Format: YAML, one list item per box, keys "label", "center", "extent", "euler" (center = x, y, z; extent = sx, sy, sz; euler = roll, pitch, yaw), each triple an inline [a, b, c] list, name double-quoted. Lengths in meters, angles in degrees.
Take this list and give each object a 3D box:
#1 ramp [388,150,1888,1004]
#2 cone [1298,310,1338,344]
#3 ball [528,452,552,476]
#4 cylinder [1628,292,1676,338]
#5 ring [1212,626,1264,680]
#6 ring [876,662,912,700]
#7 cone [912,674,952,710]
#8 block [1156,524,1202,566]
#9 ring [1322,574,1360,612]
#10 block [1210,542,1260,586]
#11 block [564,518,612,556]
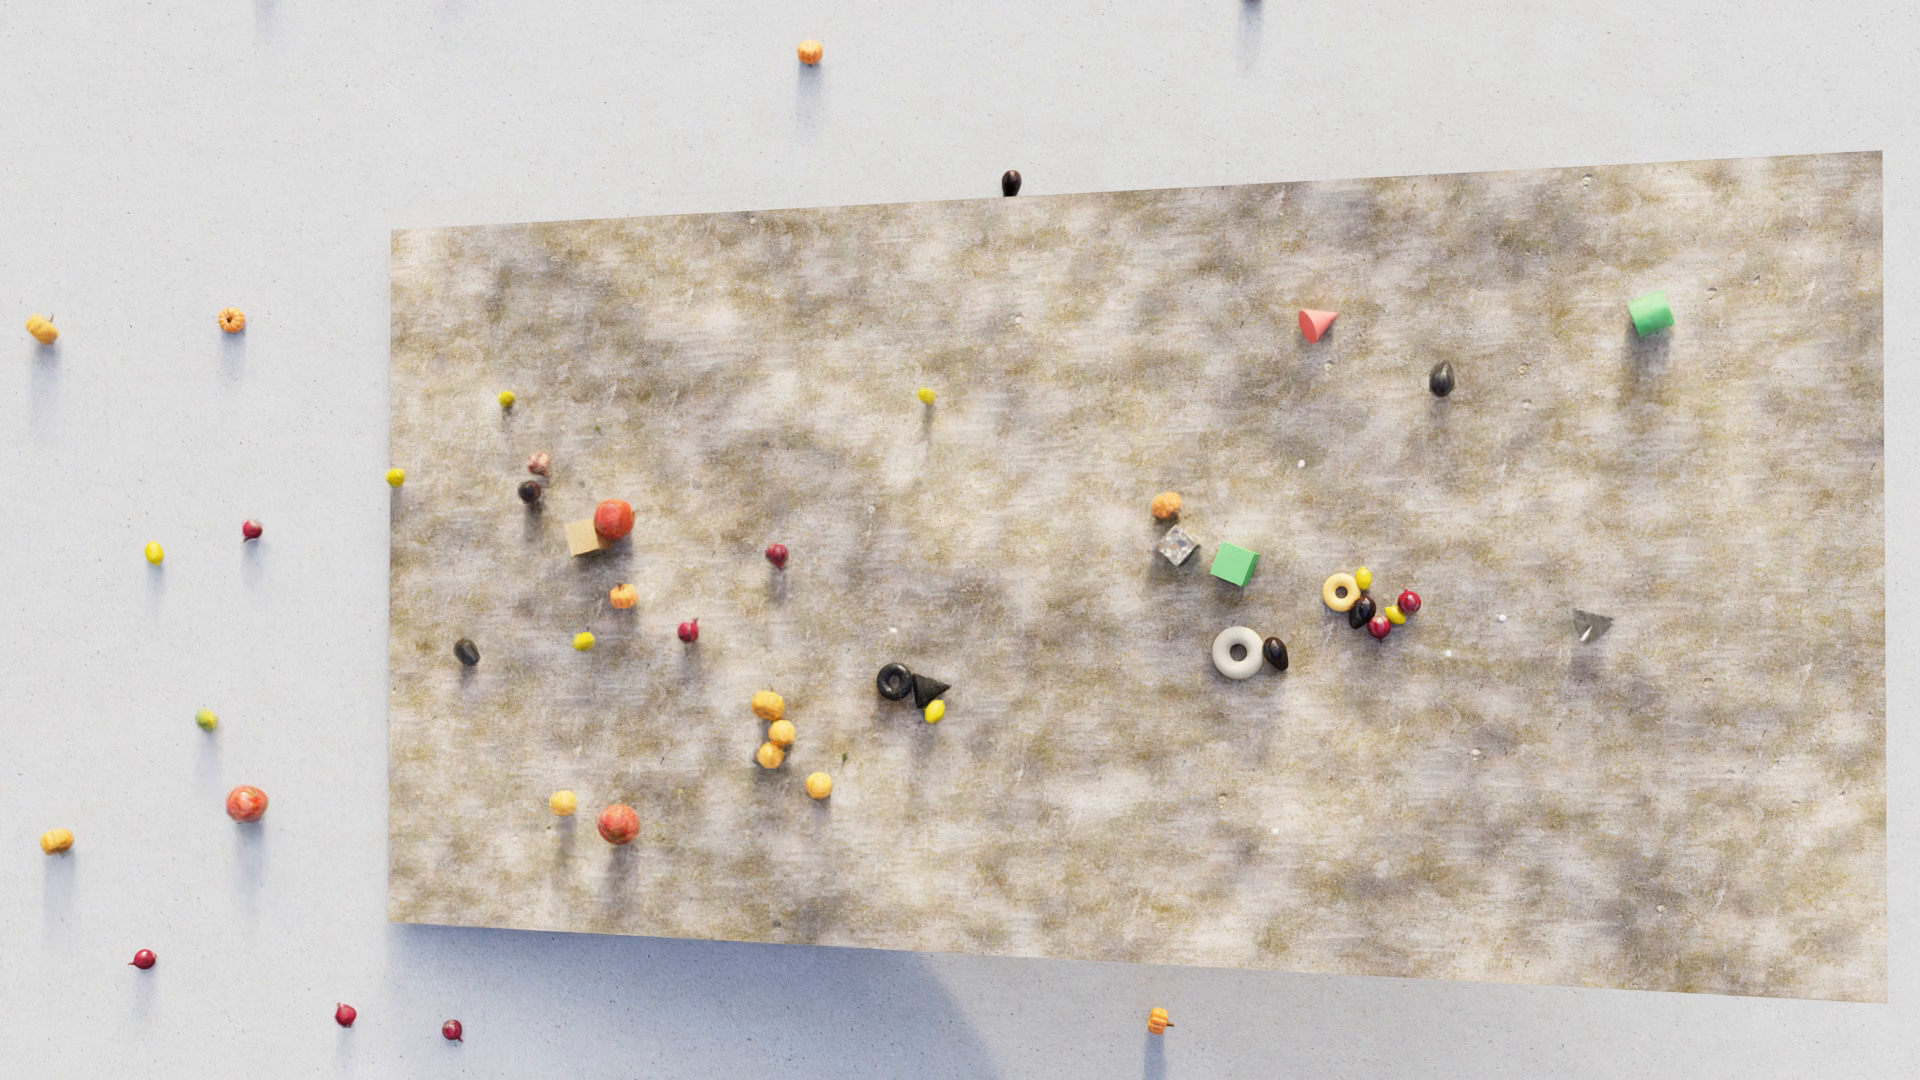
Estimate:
- label: "ramp"
  center: [0.275, 0.093, 5.800]
  extent: [4.000, 0.100, 2.000]
  euler: [0, 89, 18]
- label: "cone"
  center: [0.914, -0.552, 5.533]
  extent: [0.091, 0.091, 0.091]
  euler: [-24, 89, -11]
- label: "ball"
  center: [-1.181, -0.214, 6.177]
  extent: [0.064, 0.064, 0.064]
  euler: [0, 89, 0]
- label: "cylinder"
  center: [1.658, -0.541, 5.275]
  extent: [0.086, 0.086, 0.086]
  euler: [-22, 89, 18]
- label: "ring"
  center: [0.707, 0.286, 5.585]
  extent: [0.136, 0.045, 0.136]
  euler: [0, 91, 18]
- label: "ring"
  center: [-0.174, 0.378, 5.867]
  extent: [0.102, 0.034, 0.102]
  euler: [-1, 88, 19]
- label: "cone"
  center: [-0.069, 0.394, 5.828]
  extent: [0.098, 0.098, 0.098]
  euler: [-7, 89, -9]
- label: "block"
  center: [0.560, 0.015, 5.619]
  extent: [0.076, 0.076, 0.076]
  euler: [43, 101, 14]
- label: "ring"
  center: [0.957, 0.132, 5.515]
  extent: [0.096, 0.032, 0.096]
  euler: [0, 89, 17]
- label: "block"
  center: [0.696, 0.060, 5.569]
  extent: [0.087, 0.087, 0.087]
  euler: [23, 96, 17]
- label: "block"
  center: [-1.032, -0.008, 6.115]
  extent: [0.087, 0.087, 0.087]
  euler: [-15, 85, 17]
